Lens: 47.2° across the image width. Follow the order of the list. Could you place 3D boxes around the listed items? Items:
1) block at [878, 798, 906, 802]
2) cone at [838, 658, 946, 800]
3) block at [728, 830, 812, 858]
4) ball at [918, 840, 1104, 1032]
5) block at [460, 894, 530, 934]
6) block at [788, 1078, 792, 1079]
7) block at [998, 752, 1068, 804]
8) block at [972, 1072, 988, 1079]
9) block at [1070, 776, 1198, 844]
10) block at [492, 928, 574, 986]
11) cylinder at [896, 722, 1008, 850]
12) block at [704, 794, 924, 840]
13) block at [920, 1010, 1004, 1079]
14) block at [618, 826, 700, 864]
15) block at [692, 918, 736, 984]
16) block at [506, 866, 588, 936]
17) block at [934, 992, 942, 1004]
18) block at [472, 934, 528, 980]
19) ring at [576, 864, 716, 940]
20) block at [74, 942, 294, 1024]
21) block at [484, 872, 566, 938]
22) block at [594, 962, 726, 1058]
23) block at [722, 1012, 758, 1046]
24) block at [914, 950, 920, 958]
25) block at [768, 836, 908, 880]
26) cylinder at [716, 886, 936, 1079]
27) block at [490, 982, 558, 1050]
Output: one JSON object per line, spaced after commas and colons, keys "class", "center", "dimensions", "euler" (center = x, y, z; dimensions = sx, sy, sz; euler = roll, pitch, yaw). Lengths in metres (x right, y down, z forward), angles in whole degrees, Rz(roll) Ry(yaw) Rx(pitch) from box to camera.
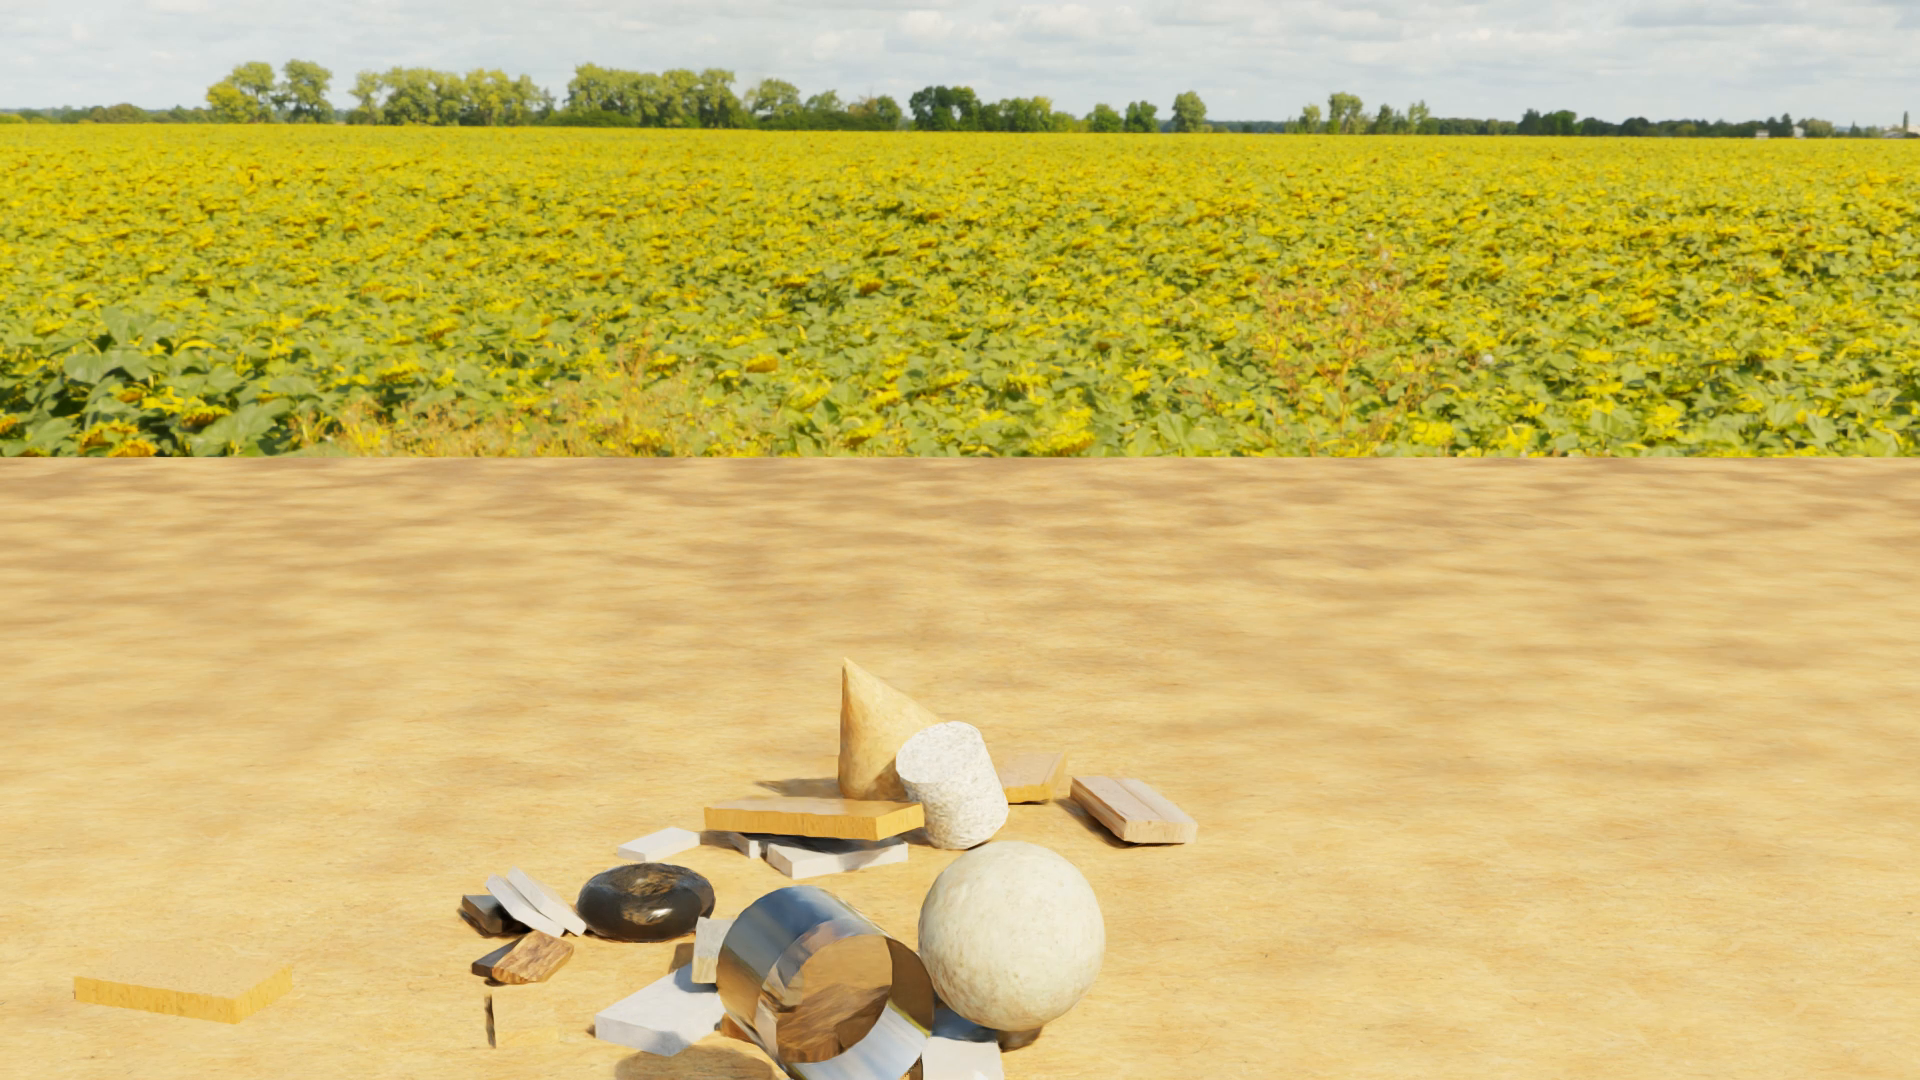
{"class": "block", "center": [-0.125, 0.496, 4.094], "dimensions": [0.049, 0.014, 0.097], "euler": [-8, 4, -33]}
{"class": "cone", "center": [-0.164, 0.308, 4.033], "dimensions": [0.242, 0.242, 0.242], "euler": [-20, 26, 11]}
{"class": "block", "center": [-0.275, 0.523, 3.944], "dimensions": [0.256, 0.031, 0.109], "euler": [-5, 12, -25]}
{"class": "ball", "center": [0.070, 0.544, 3.027], "dimensions": [0.258, 0.258, 0.258], "euler": [0, 11, 0]}
{"class": "block", "center": [-0.745, 0.599, 3.526], "dimensions": [0.069, 0.020, 0.138], "euler": [9, 5, -31]}
{"class": "block", "center": [-0.190, 0.729, 2.835], "dimensions": [0.222, 0.031, 0.111], "euler": [-5, 11, -23]}
{"class": "block", "center": [0.137, 0.458, 4.243], "dimensions": [0.109, 0.031, 0.219], "euler": [-8, 9, 12]}
{"class": "block", "center": [0.075, 0.720, 2.653], "dimensions": [0.176, 0.025, 0.088], "euler": [35, 17, 7]}
{"class": "block", "center": [0.315, 0.493, 4.027], "dimensions": [0.138, 0.039, 0.275], "euler": [5, 9, -19]}
{"class": "block", "center": [-0.641, 0.633, 3.310], "dimensions": [0.069, 0.020, 0.138], "euler": [20, 18, 10]}
{"class": "cylinder", "center": [-0.013, 0.436, 3.904], "dimensions": [0.160, 0.160, 0.160], "euler": [-15, 32, 10]}
{"class": "block", "center": [-0.258, 0.484, 3.847], "dimensions": [0.375, 0.039, 0.138], "euler": [-2, 3, 34]}
{"class": "block", "center": [-0.002, 0.697, 3.010], "dimensions": [0.105, 0.030, 0.211], "euler": [-1, 11, -3]}
{"class": "block", "center": [-0.532, 0.540, 3.887], "dimensions": [0.069, 0.020, 0.138], "euler": [8, 13, 36]}
{"class": "block", "center": [-0.329, 0.610, 3.263], "dimensions": [0.129, 0.036, 0.257], "euler": [4, 2, -6]}
{"class": "block", "center": [-0.663, 0.577, 3.524], "dimensions": [0.085, 0.024, 0.170], "euler": [40, -10, -30]}
{"class": "block", "center": [-0.083, 0.657, 3.117], "dimensions": [0.105, 0.030, 0.211], "euler": [-22, -2, 32]}
{"class": "block", "center": [-0.677, 0.638, 3.359], "dimensions": [0.066, 0.019, 0.132], "euler": [5, 12, 26]}
{"class": "ring", "center": [-0.503, 0.580, 3.527], "dimensions": [0.221, 0.074, 0.221], "euler": [1, 11, 0]}
{"class": "block", "center": [-1.140, 0.650, 3.233], "dimensions": [0.275, 0.039, 0.138], "euler": [3, 12, 18]}
{"class": "block", "center": [-0.695, 0.584, 3.508], "dimensions": [0.085, 0.024, 0.170], "euler": [37, -8, -28]}
{"class": "block", "center": [-0.391, 0.667, 3.157], "dimensions": [0.129, 0.036, 0.257], "euler": [6, 12, 29]}
{"class": "block", "center": [-0.227, 0.670, 3.152], "dimensions": [0.111, 0.031, 0.222], "euler": [7, 12, 32]}
{"class": "block", "center": [-0.101, 0.632, 3.140], "dimensions": [0.111, 0.031, 0.222], "euler": [-22, -2, 31]}
{"class": "block", "center": [-0.213, 0.544, 3.831], "dimensions": [0.219, 0.031, 0.109], "euler": [-5, 12, -27]}
{"class": "cylinder", "center": [-0.163, 0.539, 2.634], "dimensions": [0.200, 0.200, 0.200], "euler": [-5, 11, -26]}
{"class": "block", "center": [-0.623, 0.677, 3.136], "dimensions": [0.085, 0.024, 0.170], "euler": [-3, 11, -14]}
